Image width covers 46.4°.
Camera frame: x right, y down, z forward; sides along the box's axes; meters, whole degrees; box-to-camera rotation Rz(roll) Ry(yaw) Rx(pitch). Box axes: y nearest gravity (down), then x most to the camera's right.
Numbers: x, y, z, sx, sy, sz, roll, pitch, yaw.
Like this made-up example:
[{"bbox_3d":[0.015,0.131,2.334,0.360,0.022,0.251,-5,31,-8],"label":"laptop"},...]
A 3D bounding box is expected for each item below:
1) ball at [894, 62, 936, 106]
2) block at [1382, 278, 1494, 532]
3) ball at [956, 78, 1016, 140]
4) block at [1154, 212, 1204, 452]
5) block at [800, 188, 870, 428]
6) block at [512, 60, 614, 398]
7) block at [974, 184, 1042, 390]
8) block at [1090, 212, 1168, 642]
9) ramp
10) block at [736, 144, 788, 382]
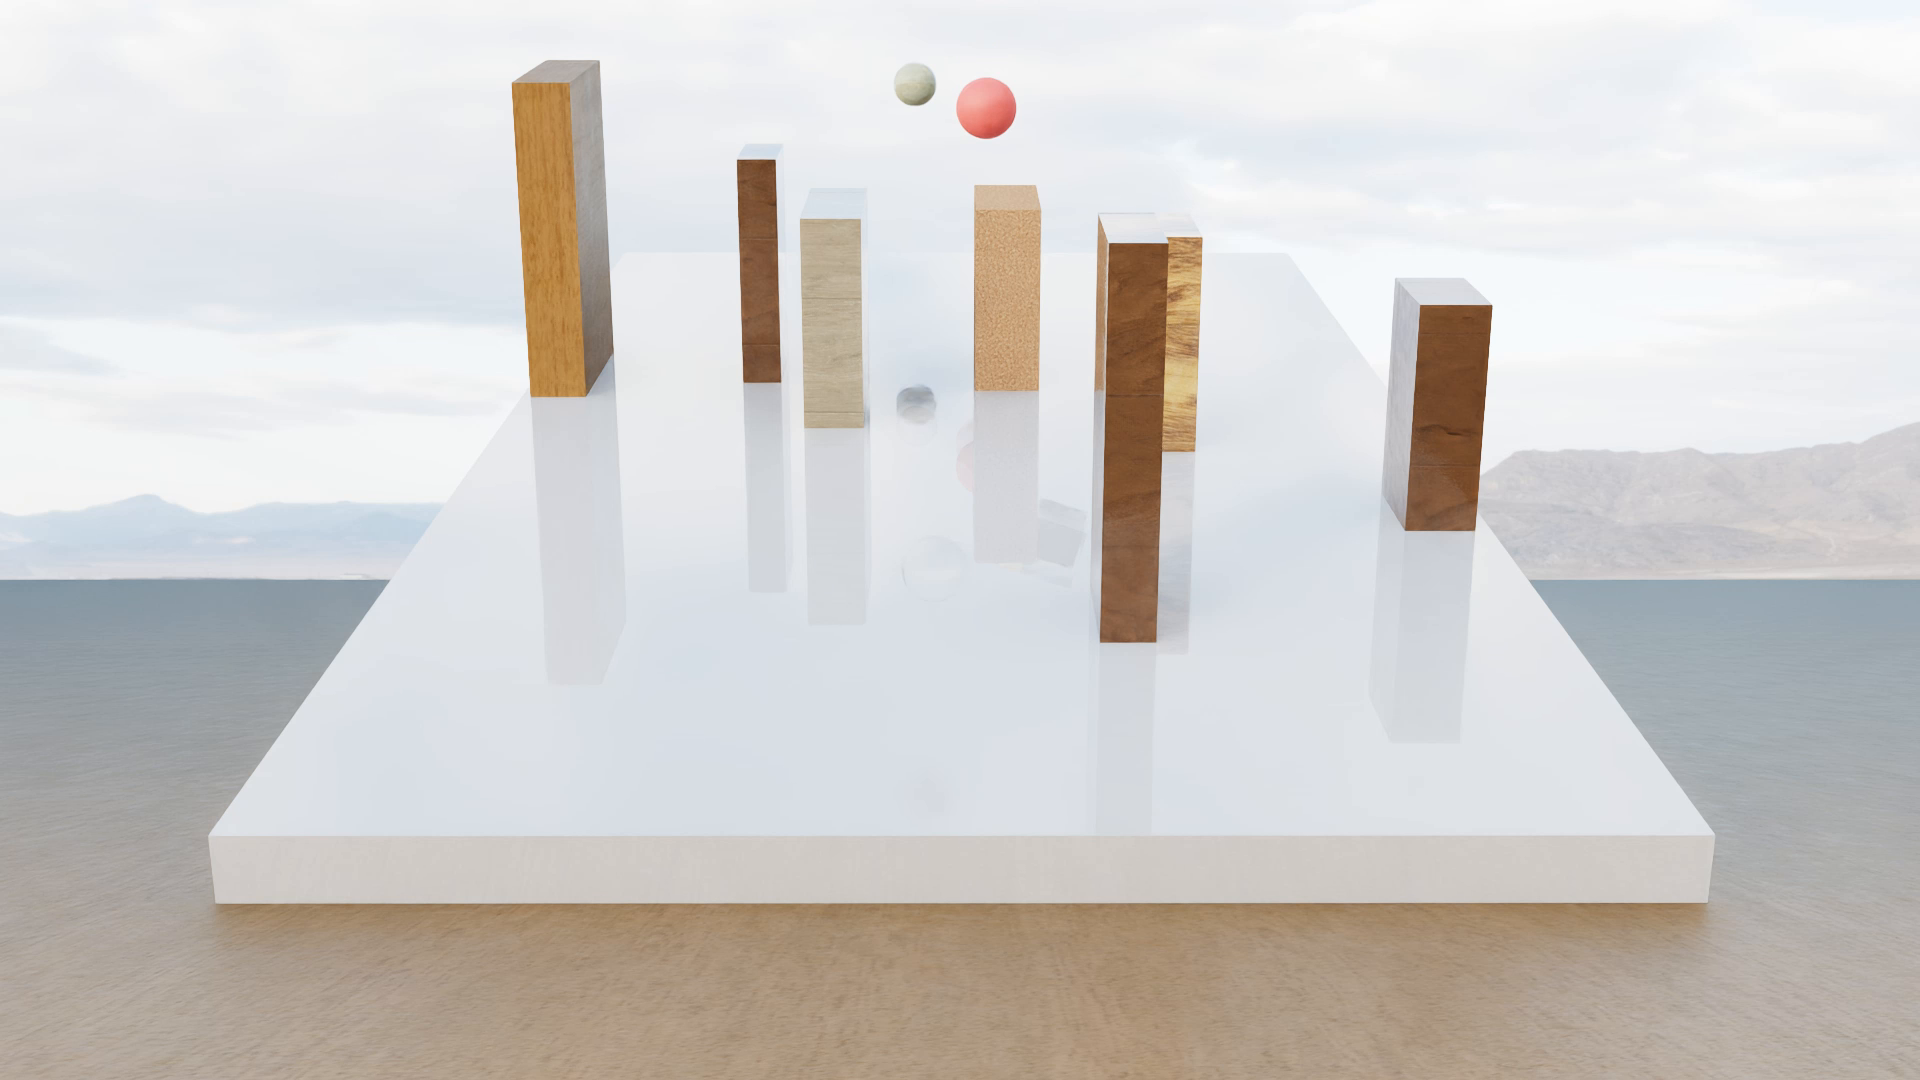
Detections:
[{"bbox_3d":[-0.134,-1.359,6.685,0.131,0.131,0.131,0,-1,0],"label":"ball"},{"bbox_3d":[0.902,-0.260,4.257,0.133,0.432,0.244,0,18,0],"label":"block"},{"bbox_3d":[0.073,-1.200,6.230,0.169,0.169,0.169,0,-1,0],"label":"ball"},{"bbox_3d":[0.446,-0.446,4.778,0.098,0.456,0.284,0,18,0],"label":"block"},{"bbox_3d":[-0.275,-0.524,5.002,0.129,0.460,0.394,0,18,0],"label":"block"},{"bbox_3d":[-0.921,-0.735,5.239,0.127,0.711,0.447,0,18,0],"label":"block"},{"bbox_3d":[0.109,-0.599,5.292,0.149,0.422,0.340,0,18,0],"label":"block"},{"bbox_3d":[0.274,-0.187,3.678,0.092,0.657,0.271,0,18,0],"label":"block"},{"bbox_3d":[-0.004,-0.191,4.888,2.000,0.100,4.000,0,18,0],"label":"ramp"},{"bbox_3d":[-0.465,-0.656,5.300,0.090,0.523,0.245,0,18,0],"label":"block"}]
